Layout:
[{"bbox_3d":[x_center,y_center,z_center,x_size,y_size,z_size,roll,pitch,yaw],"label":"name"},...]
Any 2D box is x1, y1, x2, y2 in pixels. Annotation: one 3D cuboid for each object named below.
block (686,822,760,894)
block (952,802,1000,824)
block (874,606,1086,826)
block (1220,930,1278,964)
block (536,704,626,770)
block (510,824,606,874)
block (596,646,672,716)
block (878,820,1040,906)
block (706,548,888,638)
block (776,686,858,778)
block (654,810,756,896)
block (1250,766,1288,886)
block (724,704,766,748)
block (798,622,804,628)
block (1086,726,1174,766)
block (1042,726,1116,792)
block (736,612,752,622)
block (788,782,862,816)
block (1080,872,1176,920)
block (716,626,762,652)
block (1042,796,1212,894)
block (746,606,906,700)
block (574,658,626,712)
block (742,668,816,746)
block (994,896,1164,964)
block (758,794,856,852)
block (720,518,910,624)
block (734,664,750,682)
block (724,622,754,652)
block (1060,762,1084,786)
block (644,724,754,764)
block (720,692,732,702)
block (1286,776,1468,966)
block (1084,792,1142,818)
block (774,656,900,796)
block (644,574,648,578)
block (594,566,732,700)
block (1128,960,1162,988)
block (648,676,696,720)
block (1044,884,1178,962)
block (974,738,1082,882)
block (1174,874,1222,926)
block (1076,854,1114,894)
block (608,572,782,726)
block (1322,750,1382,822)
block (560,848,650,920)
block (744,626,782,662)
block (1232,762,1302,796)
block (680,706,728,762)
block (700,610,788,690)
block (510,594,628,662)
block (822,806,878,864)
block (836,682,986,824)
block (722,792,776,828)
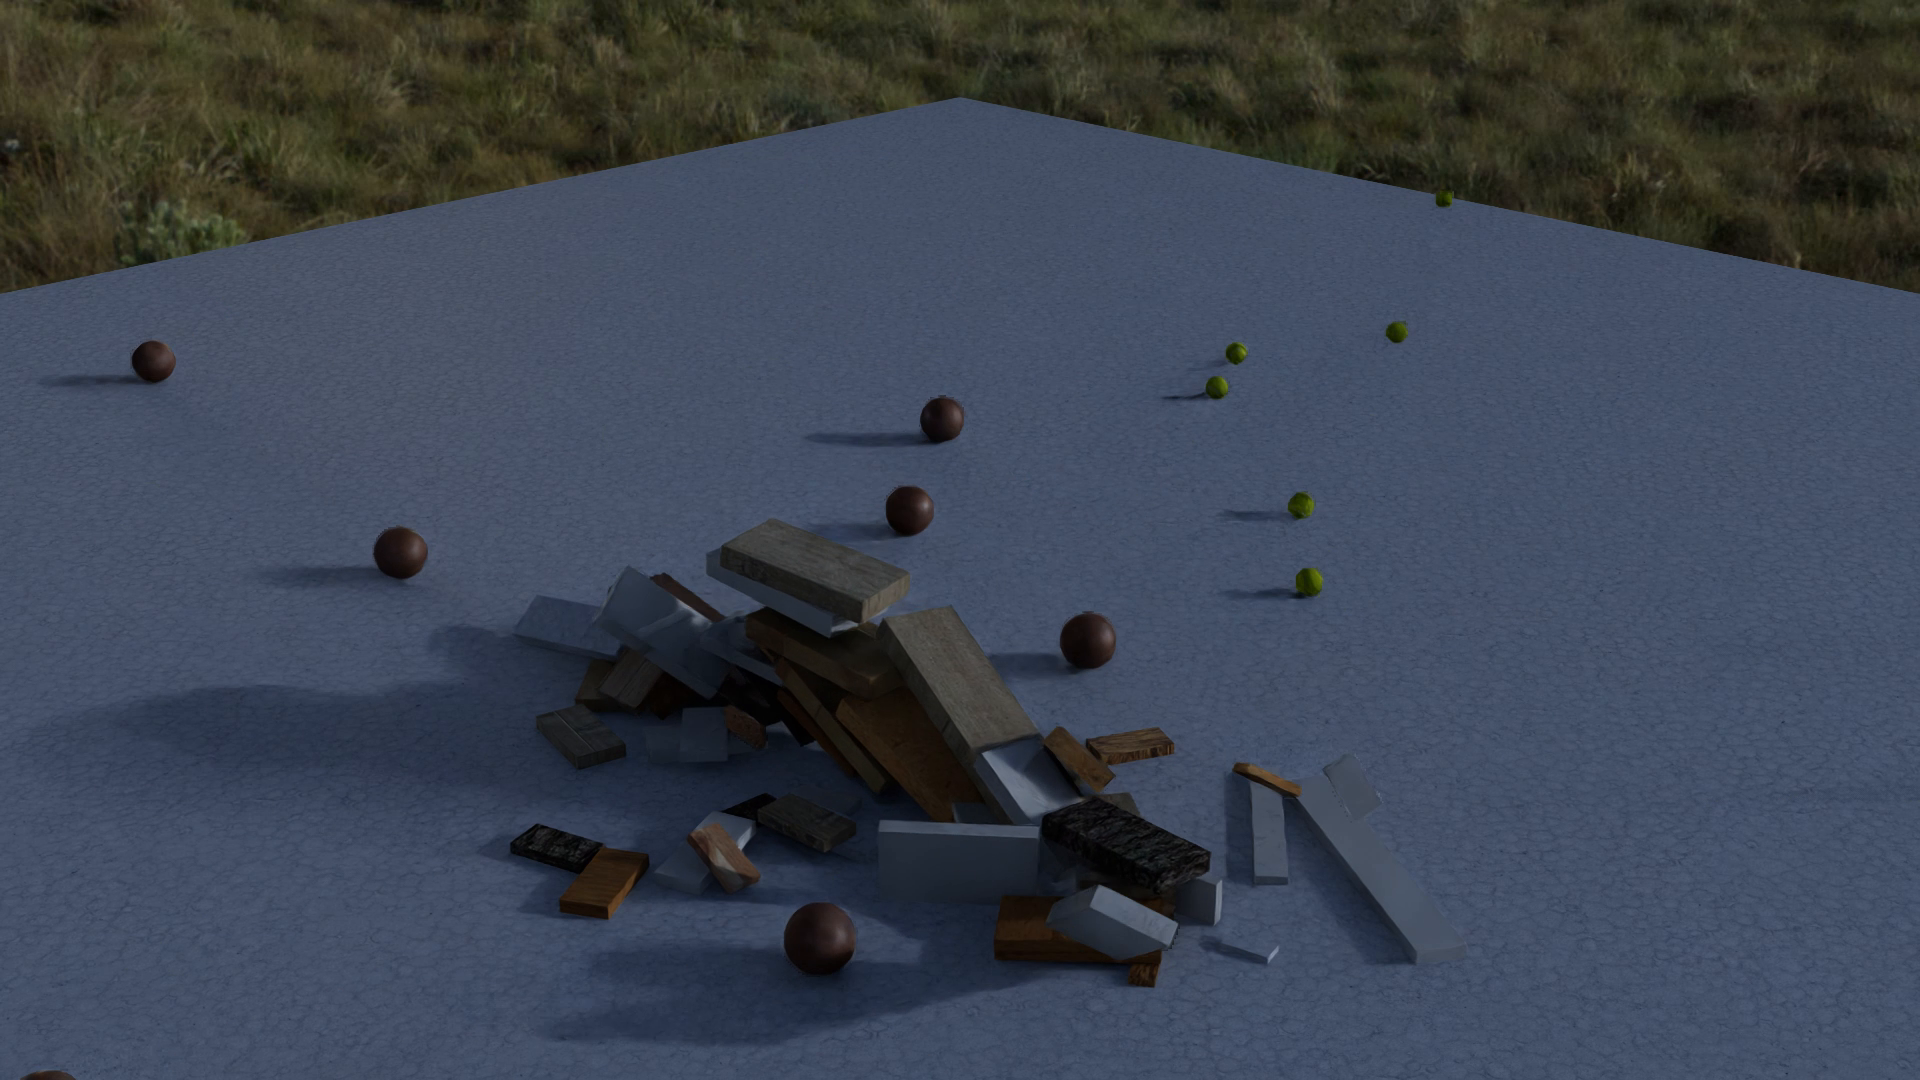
[{"bbox_3d":[-0.453,0.609,4.216,0.072,0.020,0.143,-17,54,-43],"label":"block"},{"bbox_3d":[0.037,0.546,4.356,0.103,0.015,0.051,7,44,-26],"label":"block"},{"bbox_3d":[0.047,0.369,4.438,0.180,0.051,0.567,-9,52,-39],"label":"block"},{"bbox_3d":[0.526,0.740,3.999,0.095,0.013,0.047,14,27,29],"label":"block"},{"bbox_3d":[-0.816,0.421,4.727,0.110,0.031,0.220,-14,27,-30],"label":"block"},{"bbox_3d":[-0.787,0.604,4.306,0.167,0.024,0.084,12,26,26],"label":"block"},{"bbox_3d":[-0.689,0.271,4.867,0.114,0.032,0.229,23,64,26],"label":"block"},{"bbox_3d":[-0.003,0.608,4.136,0.299,0.149,0.042,2,23,4],"label":"block"},{"bbox_3d":[-0.347,0.089,4.669,0.360,0.051,0.180,25,31,32],"label":"block"},{"bbox_3d":[-0.257,0.384,4.660,0.129,0.037,0.258,-23,54,-38],"label":"block"},{"bbox_3d":[-0.492,0.606,4.271,0.098,0.028,0.219,10,31,23],"label":"block"},{"bbox_3d":[0.616,0.567,4.402,0.063,0.018,0.433,2,23,5],"label":"block"},{"bbox_3d":[-0.453,0.393,4.632,0.105,0.053,0.015,28,42,32],"label":"block"},{"bbox_3d":[-0.325,0.126,4.698,0.092,0.026,0.184,-6,29,-21],"label":"block"},{"bbox_3d":[0.363,0.441,4.692,0.167,0.024,0.084,-8,24,-18],"label":"block"},{"bbox_3d":[0.240,0.439,4.408,0.146,0.041,0.292,42,0,7],"label":"block"},{"bbox_3d":[-0.438,0.182,4.777,0.049,0.014,0.098,-11,26,-41],"label":"block"},{"bbox_3d":[-0.281,0.534,4.476,0.143,0.020,0.072,11,25,23],"label":"block"},{"bbox_3d":[0.311,0.665,4.079,0.175,0.088,0.025,3,29,6],"label":"block"},{"bbox_3d":[-0.468,0.211,4.742,0.105,0.015,0.053,14,31,15],"label":"block"},{"bbox_3d":[0.310,0.570,4.125,0.146,0.041,0.292,-13,25,-42],"label":"block"},{"bbox_3d":[-0.260,0.217,4.612,0.356,0.050,0.178,25,32,34],"label":"block"},{"bbox_3d":[-0.791,0.323,4.959,0.110,0.031,0.221,1,23,2],"label":"block"},{"bbox_3d":[-0.353,0.326,4.750,0.129,0.037,0.258,-17,51,-34],"label":"block"},{"bbox_3d":[0.219,0.710,4.013,0.299,0.042,0.149,0,22,8],"label":"block"},{"bbox_3d":[-0.303,0.558,4.346,0.184,0.026,0.092,19,29,37],"label":"block"},{"bbox_3d":[-0.305,0.062,4.621,0.360,0.051,0.180,21,30,26],"label":"block"},{"bbox_3d":[-0.477,0.257,4.837,0.015,0.105,0.053,-37,-3,41],"label":"block"},{"bbox_3d":[-0.473,0.208,4.714,0.049,0.014,0.098,-3,29,-13],"label":"block"},{"bbox_3d":[0.155,0.486,4.581,0.194,0.028,0.097,11,25,24],"label":"block"},{"bbox_3d":[-0.560,0.428,4.713,0.221,0.031,0.110,-6,24,-14],"label":"block"},{"bbox_3d":[-0.477,0.351,4.913,0.059,0.017,0.119,-19,29,-37],"label":"block"},{"bbox_3d":[0.790,0.626,4.251,0.097,0.028,0.645,-6,24,-13],"label":"block"},{"bbox_3d":[0.313,0.567,4.389,0.097,0.028,0.194,-3,23,-8],"label":"block"},{"bbox_3d":[-0.209,0.360,4.605,0.178,0.050,0.356,-21,60,-42],"label":"block"},{"bbox_3d":[-0.704,0.206,5.024,0.153,0.043,0.306,-42,41,-7],"label":"block"},{"bbox_3d":[-0.635,0.202,4.792,0.306,0.043,0.153,35,44,-14],"label":"block"},{"bbox_3d":[0.332,0.766,3.938,0.047,0.013,0.094,5,24,12],"label":"block"},{"bbox_3d":[-0.621,0.319,4.869,0.167,0.024,0.084,-43,40,-13],"label":"block"},{"bbox_3d":[0.256,0.659,3.774,0.149,0.042,0.299,27,-19,-4],"label":"block"},{"bbox_3d":[0.166,0.521,4.269,0.146,0.041,0.292,-11,54,-40],"label":"block"},{"bbox_3d":[0.405,0.652,4.113,0.175,0.088,0.025,14,27,30],"label":"block"},{"bbox_3d":[0.305,0.641,4.129,0.176,0.088,0.025,12,26,21],"label":"block"},{"bbox_3d":[-0.567,0.240,5.027,0.153,0.043,0.713,-16,30,-33],"label":"block"},{"bbox_3d":[0.752,0.472,4.217,0.063,0.125,0.018,-33,18,-3],"label":"block"},{"bbox_3d":[-0.676,0.652,4.188,0.098,0.028,0.195,6,24,14],"label":"block"},{"bbox_3d":[-0.411,0.211,4.701,0.049,0.014,0.098,-32,74,-38],"label":"block"},{"bbox_3d":[0.602,0.469,4.303,0.125,0.018,0.063,26,-12,-17],"label":"block"},{"bbox_3d":[-0.542,0.412,4.674,0.098,0.028,0.195,-1,23,-4],"label":"block"},{"bbox_3d":[-0.420,0.238,4.754,0.258,0.037,0.129,23,35,28],"label":"block"},{"bbox_3d":[-0.884,0.204,5.092,0.371,0.032,0.114,8,58,40],"label":"block"},{"bbox_3d":[-0.230,0.584,4.352,0.184,0.026,0.092,16,28,33],"label":"block"},{"bbox_3d":[-0.073,0.431,4.496,0.178,0.050,0.356,-19,53,-42],"label":"block"},{"bbox_3d":[-0.425,0.554,4.428,0.143,0.020,0.072,-20,30,-38],"label":"block"}]
